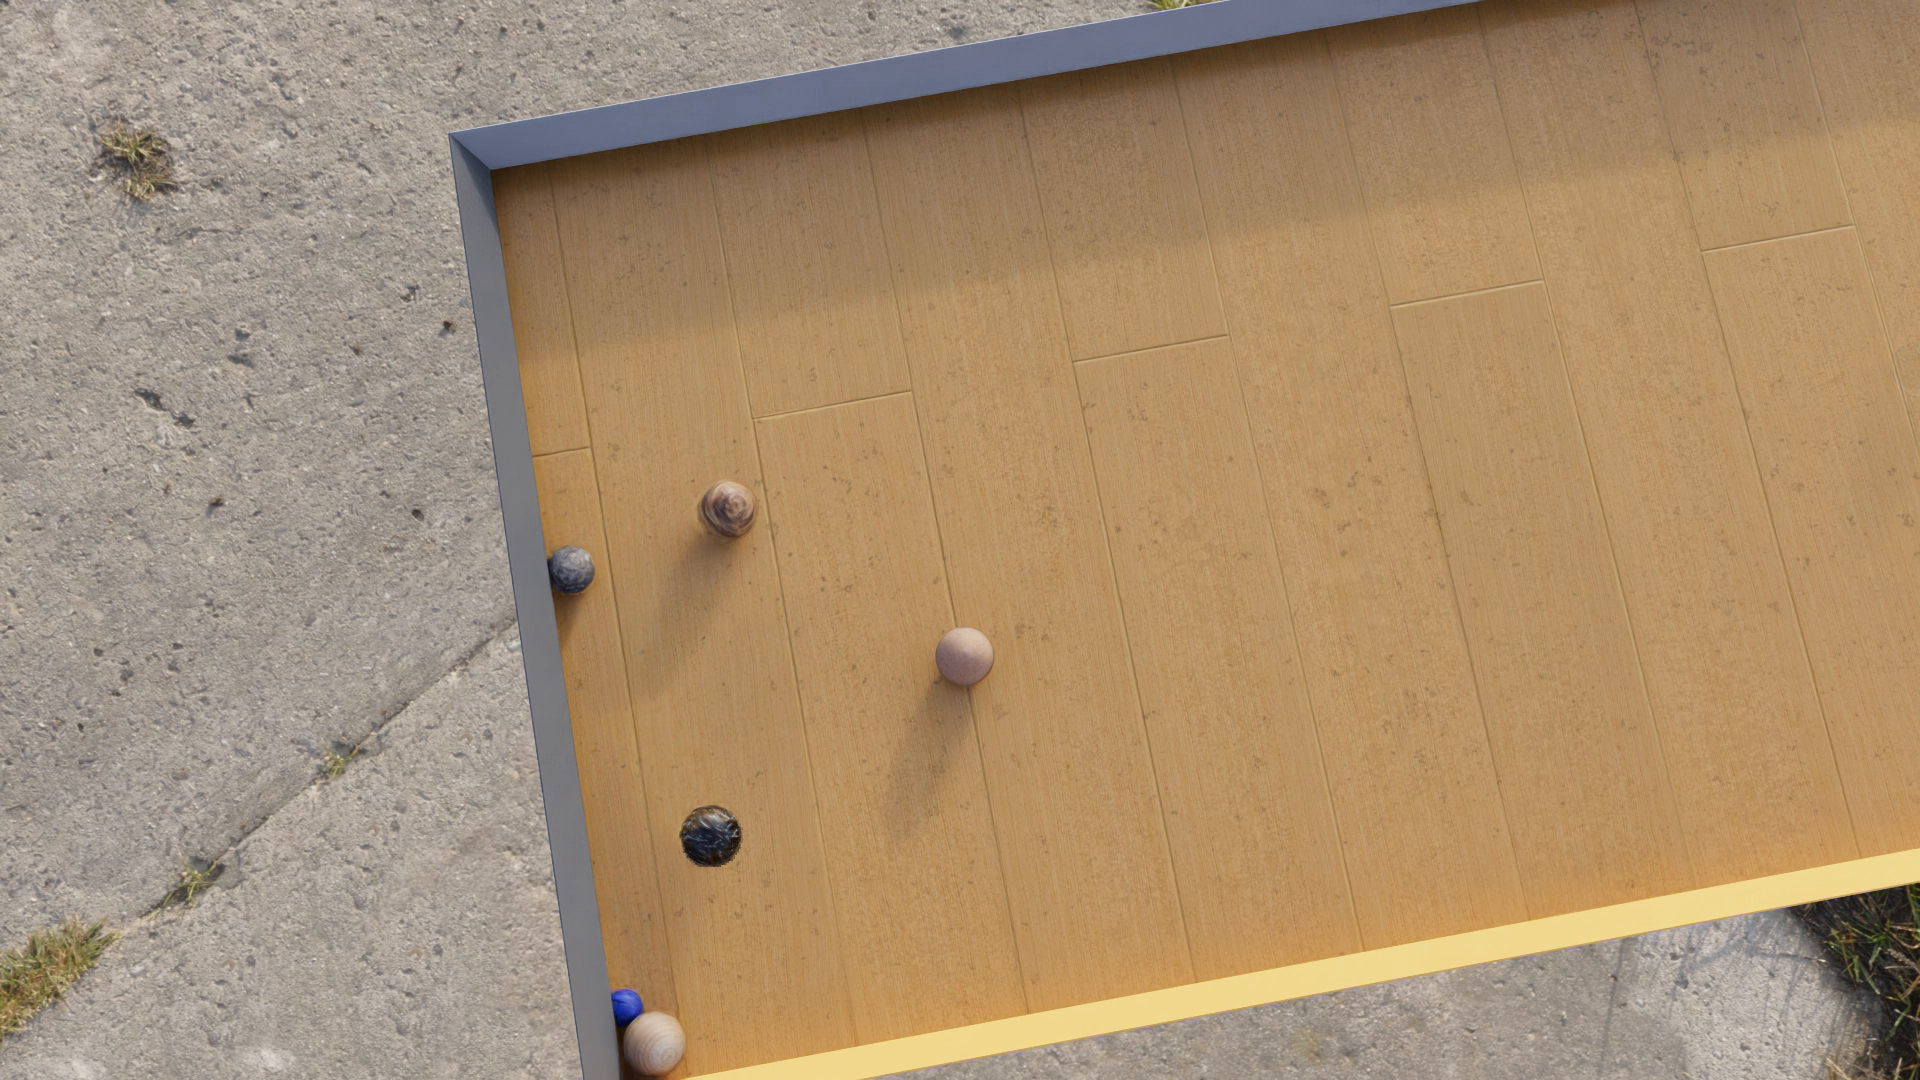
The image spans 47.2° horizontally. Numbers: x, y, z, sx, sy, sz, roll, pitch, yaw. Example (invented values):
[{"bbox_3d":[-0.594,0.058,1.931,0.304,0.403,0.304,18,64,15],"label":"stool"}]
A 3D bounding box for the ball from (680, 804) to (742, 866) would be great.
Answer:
[{"bbox_3d":[-0.363,0.431,3.204,0.088,0.088,0.088,0,78,0],"label":"ball"}]

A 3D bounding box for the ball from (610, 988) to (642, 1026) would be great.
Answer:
[{"bbox_3d":[-0.485,0.674,3.171,0.054,0.054,0.054,0,78,0],"label":"ball"}]

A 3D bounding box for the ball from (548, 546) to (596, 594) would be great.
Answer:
[{"bbox_3d":[-0.583,0.044,3.294,0.072,0.072,0.072,0,78,0],"label":"ball"}]

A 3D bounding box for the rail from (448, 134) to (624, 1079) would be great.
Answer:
[{"bbox_3d":[-0.623,0.107,3.256,0.045,0.118,1.496,-10,78,-2],"label":"rail"}]

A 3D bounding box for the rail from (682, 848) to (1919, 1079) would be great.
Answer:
[{"bbox_3d":[0.776,0.578,3.157,2.628,0.118,0.045,-10,78,-2],"label":"rail"}]

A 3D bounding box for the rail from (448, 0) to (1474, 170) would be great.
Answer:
[{"bbox_3d":[0.516,-0.817,3.450,2.628,0.118,0.045,-10,78,-2],"label":"rail"}]

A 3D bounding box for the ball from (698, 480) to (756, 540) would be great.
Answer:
[{"bbox_3d":[-0.350,-0.044,3.304,0.089,0.089,0.089,0,78,0],"label":"ball"}]

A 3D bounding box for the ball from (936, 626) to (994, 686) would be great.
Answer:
[{"bbox_3d":[0.007,0.172,3.259,0.088,0.088,0.088,0,78,0],"label":"ball"}]

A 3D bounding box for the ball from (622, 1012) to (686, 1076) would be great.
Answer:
[{"bbox_3d":[-0.437,0.720,3.142,0.091,0.091,0.091,0,78,0],"label":"ball"}]
